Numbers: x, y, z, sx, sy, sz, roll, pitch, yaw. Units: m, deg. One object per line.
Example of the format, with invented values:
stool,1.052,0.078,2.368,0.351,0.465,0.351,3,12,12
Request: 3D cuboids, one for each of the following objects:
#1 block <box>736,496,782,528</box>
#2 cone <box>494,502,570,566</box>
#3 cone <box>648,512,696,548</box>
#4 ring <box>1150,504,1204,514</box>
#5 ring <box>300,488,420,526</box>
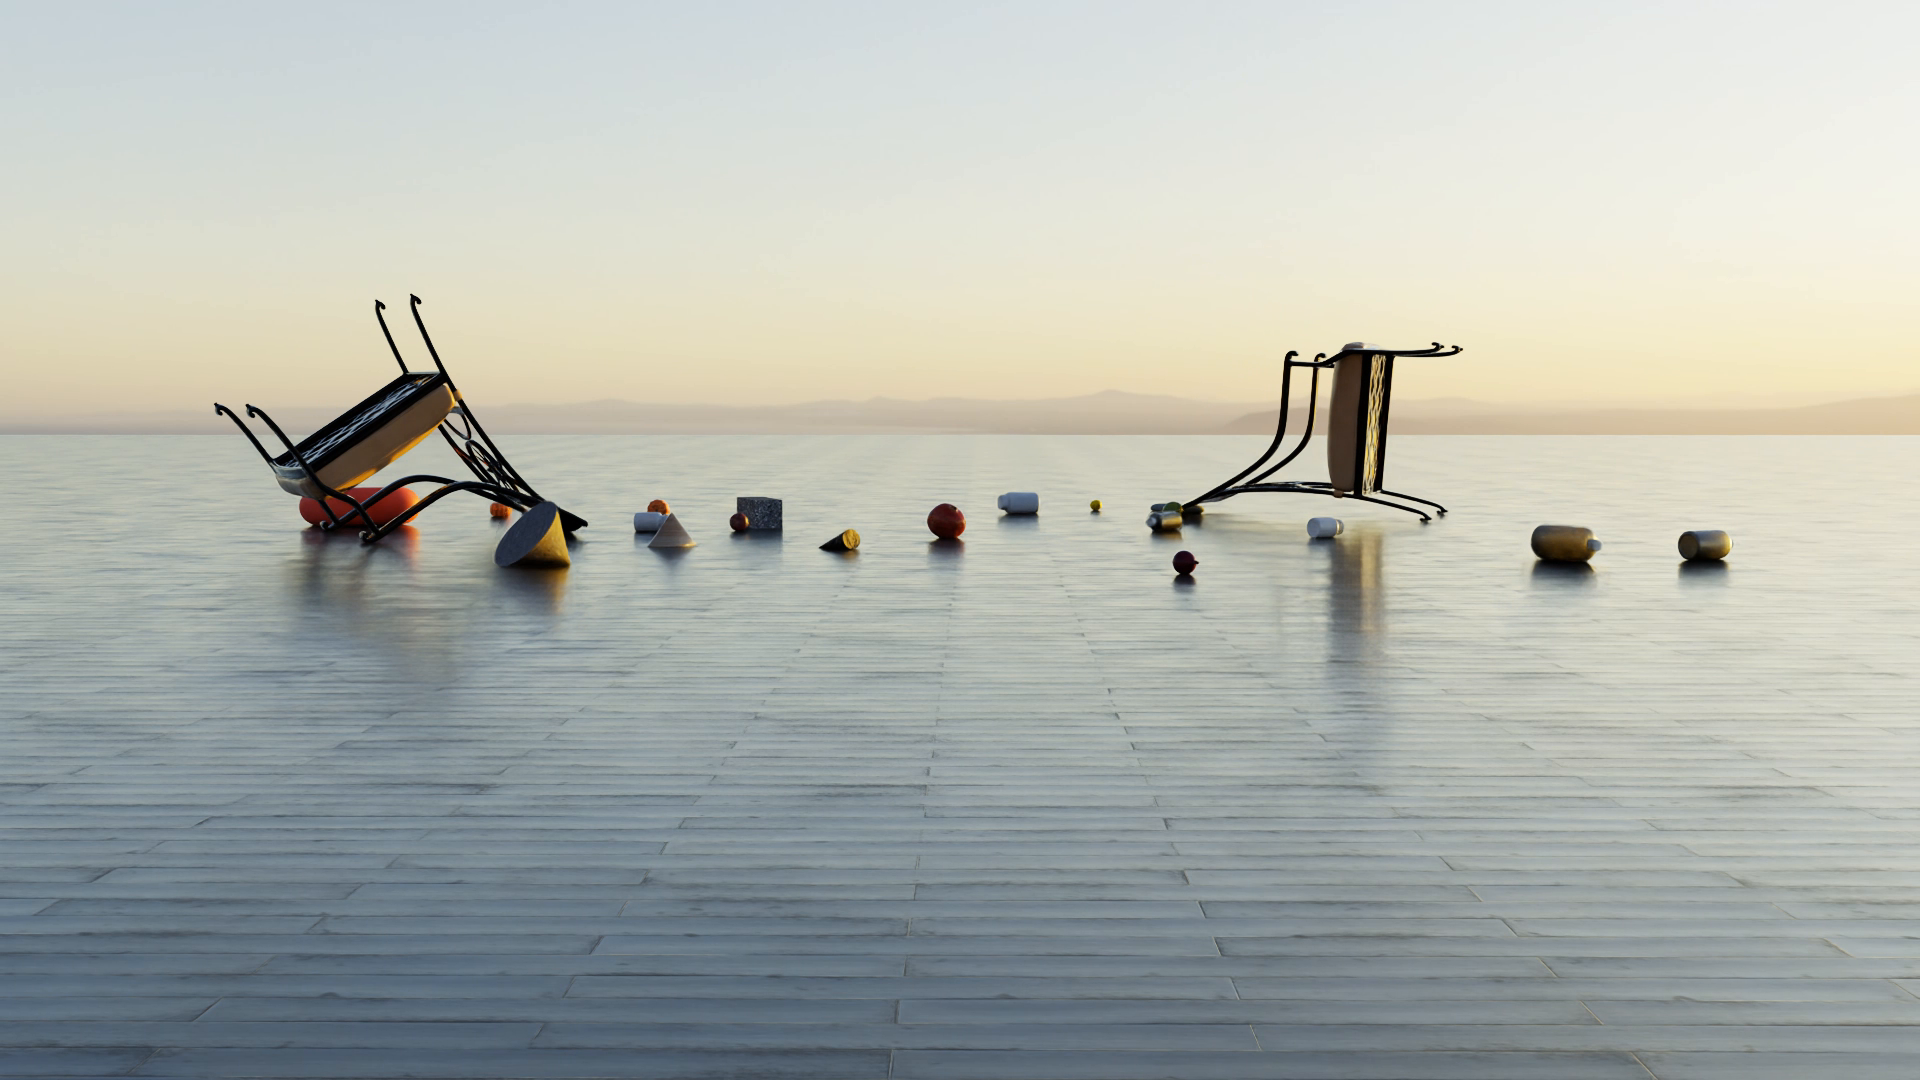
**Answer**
block,-0.657,-0.090,7.201,0.091,0.091,0.239,-1,4,-20
cone,-1.048,0.024,5.596,0.145,0.190,0.294,37,-31,-26
cone,-0.825,-0.032,6.300,0.169,0.098,0.076,-4,6,-45
ring,0.785,-0.112,7.939,0.196,0.033,0.106,2,6,8
ring,-1.987,-0.112,7.285,0.400,0.123,0.211,-1,2,1
